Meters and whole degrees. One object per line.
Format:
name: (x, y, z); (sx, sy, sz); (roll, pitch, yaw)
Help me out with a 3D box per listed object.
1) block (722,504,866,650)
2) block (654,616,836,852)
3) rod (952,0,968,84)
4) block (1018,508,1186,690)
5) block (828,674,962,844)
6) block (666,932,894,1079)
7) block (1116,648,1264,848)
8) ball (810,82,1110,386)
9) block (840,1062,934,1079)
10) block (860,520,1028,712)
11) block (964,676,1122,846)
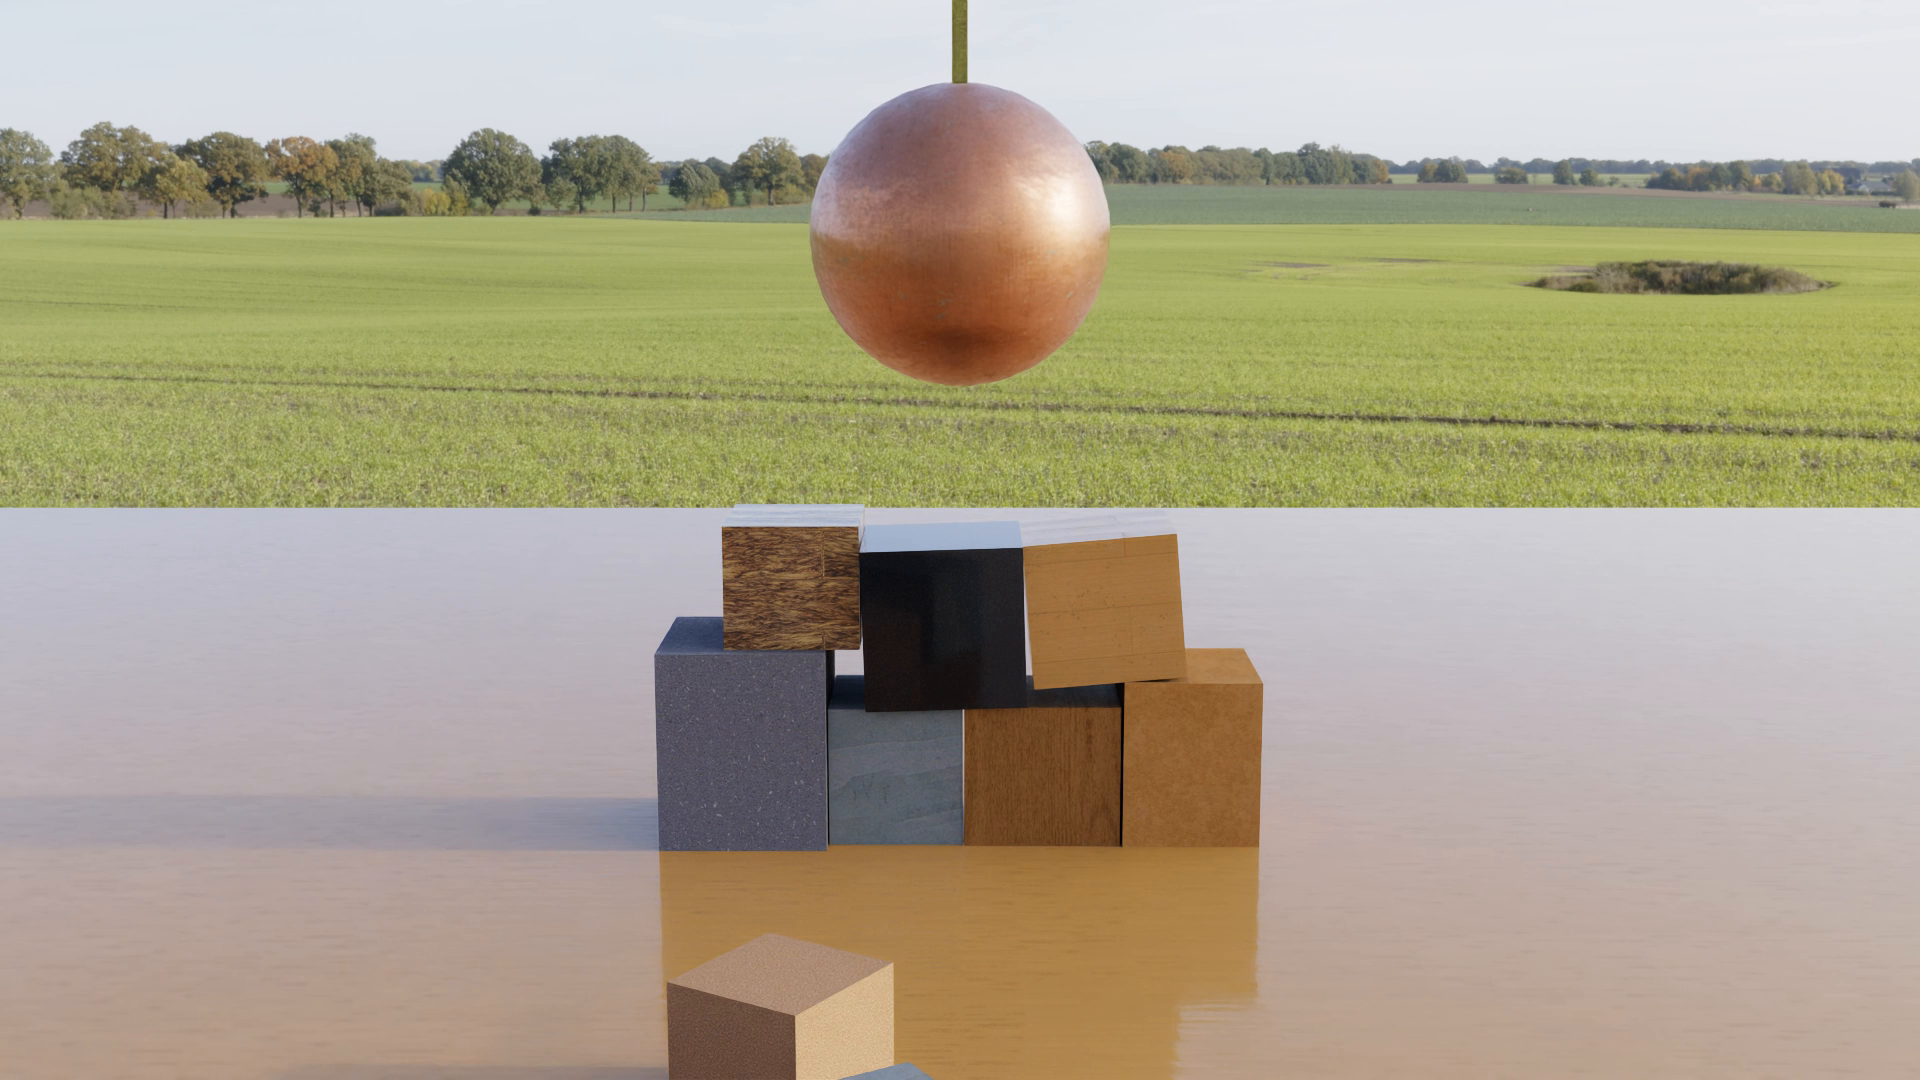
block: (-0.835, 0.179, 11.205); (0.674, 0.623, 0.676); (0, 10, 0)
block: (-1.086, 0.982, 11.348); (0.839, 1.008, 0.885); (0, 10, 0)
rod: (0.000, -4.856, 10.641); (0.080, 5.200, 0.080); (0, 18, 0)
block: (0.718, 0.290, 11.245); (0.761, 0.728, 0.751); (-5, 10, 1)
block: (-0.322, 1.128, 11.397); (0.672, 0.704, 0.727); (0, 10, 0)
block: (-0.645, 1.828, 7.983); (0.573, 0.547, 0.593); (7, 12, 32)
block: (1.161, 1.060, 11.369); (0.688, 0.847, 0.773); (0, 10, 0)
ball: (0.000, -1.619, 11.679); (1.600, 1.600, 1.600); (0, 10, 0)
block: (-0.305, 2.045, 6.619); (0.722, 0.608, 0.631); (-6, 12, -31)
block: (-0.081, 0.378, 11.225); (0.803, 0.809, 0.775); (-2, 10, 0)
block: (0.413, 1.128, 11.352); (0.782, 0.719, 0.678); (0, 10, 0)
